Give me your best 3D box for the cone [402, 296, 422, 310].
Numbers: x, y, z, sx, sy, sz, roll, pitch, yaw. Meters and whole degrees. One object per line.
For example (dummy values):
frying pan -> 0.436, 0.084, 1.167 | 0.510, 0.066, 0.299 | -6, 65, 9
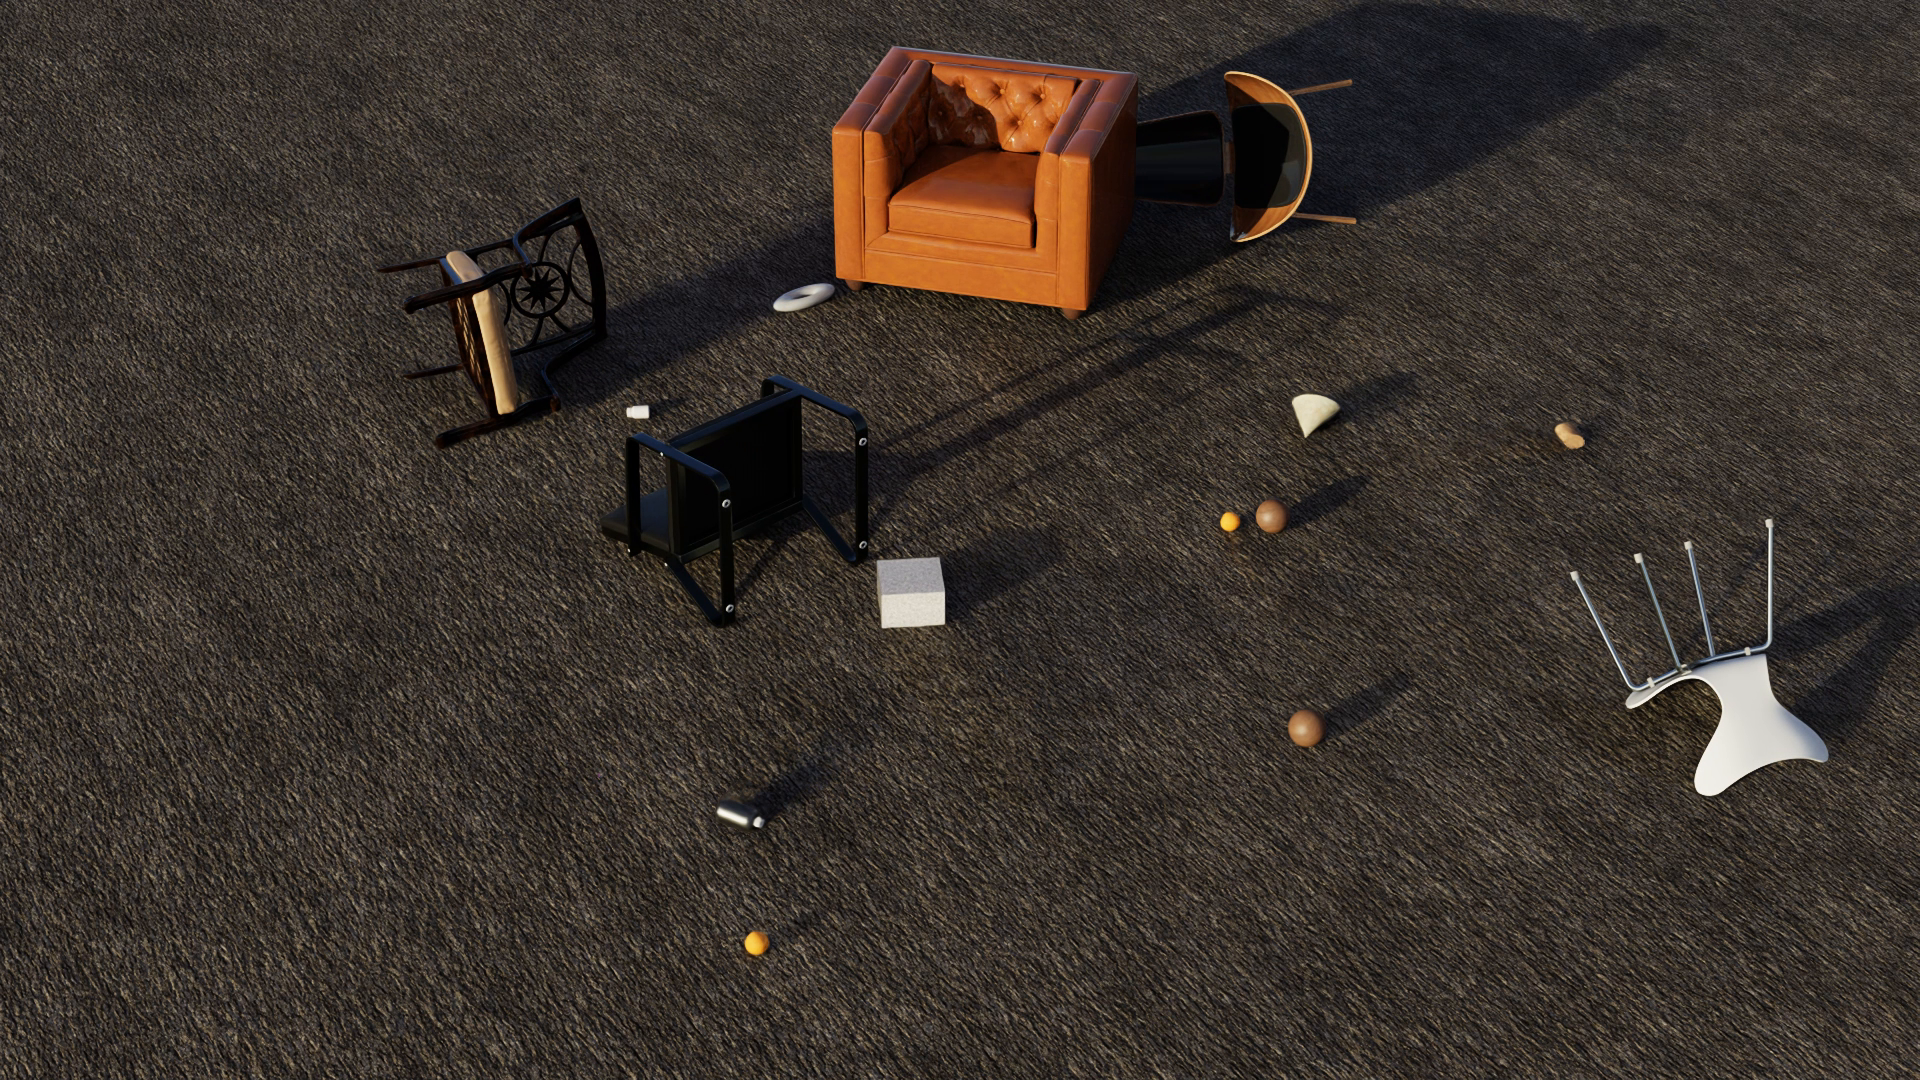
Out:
cone -> -2.305, -0.994, 12.435 | 0.091, 0.040, 0.073 | 34, 43, 23

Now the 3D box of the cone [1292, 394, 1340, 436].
cone -> 1.387, -0.468, 11.592 | 0.201, 0.147, 0.156 | 3, 57, 33

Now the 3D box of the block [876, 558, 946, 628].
block -> -0.177, 0.188, 10.531 | 0.226, 0.141, 0.223 | -3, 34, -5

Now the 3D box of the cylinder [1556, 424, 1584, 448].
cylinder -> 2.391, -0.408, 11.503 | 0.087, 0.061, 0.092 | 15, 27, -25

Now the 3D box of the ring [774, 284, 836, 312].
ring -> -0.662, -1.031, 12.468 | 0.309, 0.047, 0.133 | -22, 38, -30
